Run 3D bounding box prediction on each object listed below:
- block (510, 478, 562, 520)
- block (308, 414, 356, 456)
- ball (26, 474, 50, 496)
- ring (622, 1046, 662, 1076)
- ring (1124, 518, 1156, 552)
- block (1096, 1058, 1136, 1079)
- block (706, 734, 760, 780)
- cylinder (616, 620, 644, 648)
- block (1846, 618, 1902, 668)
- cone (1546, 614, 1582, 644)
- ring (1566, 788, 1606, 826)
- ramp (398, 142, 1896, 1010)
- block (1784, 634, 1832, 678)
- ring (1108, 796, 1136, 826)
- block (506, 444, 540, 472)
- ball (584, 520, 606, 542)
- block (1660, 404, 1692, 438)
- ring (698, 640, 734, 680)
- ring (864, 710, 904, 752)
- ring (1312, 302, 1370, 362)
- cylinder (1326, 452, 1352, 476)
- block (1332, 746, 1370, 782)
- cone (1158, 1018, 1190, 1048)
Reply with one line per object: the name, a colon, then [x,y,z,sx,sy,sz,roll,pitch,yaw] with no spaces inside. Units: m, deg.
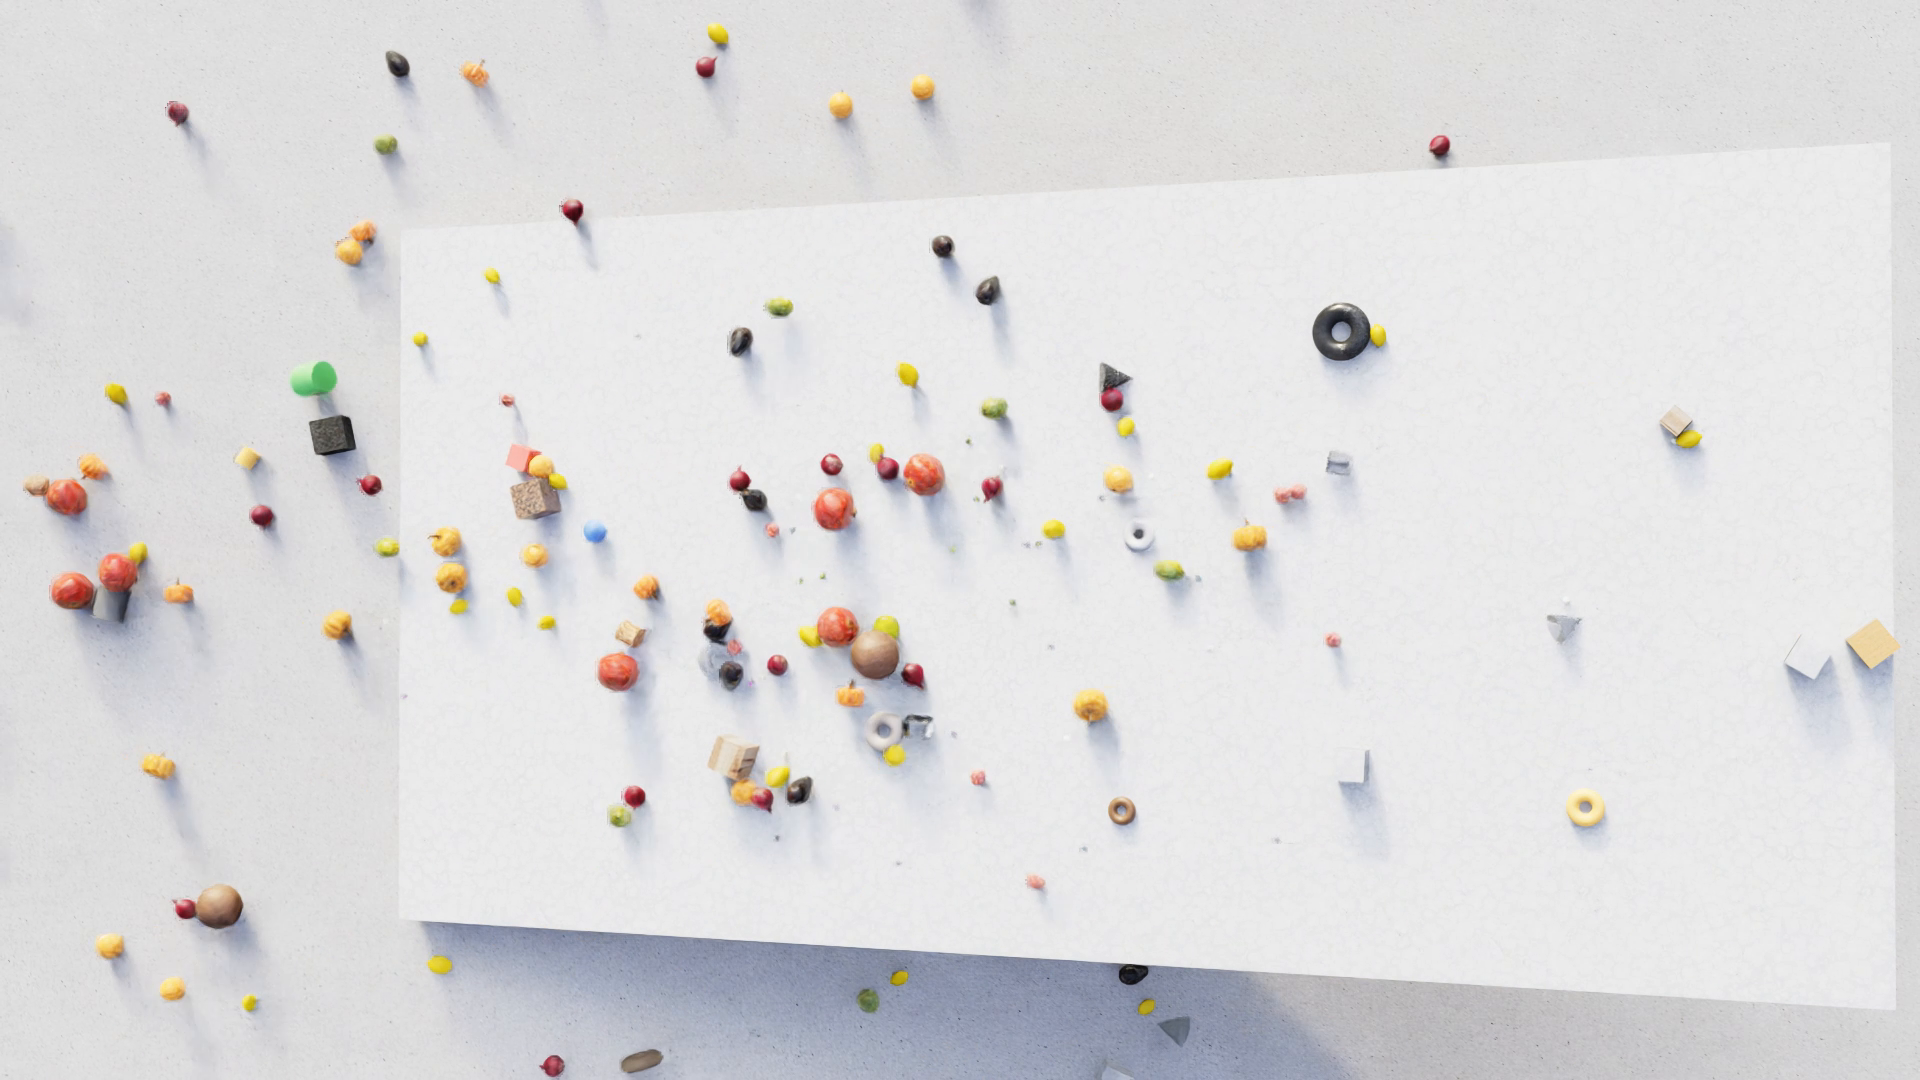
block: [-1.193,-0.115,6.187,0.094,0.094,0.094,-17,84,18]
block: [-1.836,-0.305,6.436,0.097,0.097,0.097,-12,89,0]
ball: [-2.704,-0.162,6.449,0.067,0.067,0.067,0,89,0]
ring: [-0.925,1.516,6.399,0.121,0.121,0.040,-23,105,0]
ring: [0.460,-0.014,5.644,0.086,0.029,0.086,0,90,20]
block: [0.447,1.584,6.413,0.092,0.092,0.092,25,89,0]
block: [-0.616,0.588,5.977,0.091,0.091,0.091,22,96,18]
cylinder: [-0.916,0.261,6.104,0.059,0.059,0.059,26,89,18]
block: [2.093,0.237,5.043,0.082,0.082,0.082,-40,77,14]
cone: [1.464,0.201,5.288,0.076,0.076,0.076,-20,89,-9]
ring: [1.500,0.641,5.272,0.092,0.031,0.092,0,90,21]
ramp: [0.279,0.091,5.774,4.000,0.100,2.000,0,89,19]
block: [1.962,0.270,5.092,0.075,0.075,0.075,32,99,17]
ring: [0.416,0.696,5.652,0.075,0.025,0.075,0,90,21]
block: [-1.236,-0.231,6.220,0.062,0.062,0.062,20,96,18]
ball: [-1.020,-0.025,6.141,0.065,0.065,0.065,0,89,0]
block: [1.694,-0.281,5.204,0.054,0.054,0.054,44,103,15]
ring: [-0.668,0.329,6.029,0.108,0.036,0.108,0,90,18]
ring: [-0.201,0.512,5.863,0.112,0.037,0.112,-1,88,19]
ring: [0.949,-0.518,5.470,0.147,0.049,0.147,0,89,21]
cylinder: [0.943,-0.190,5.465,0.054,0.054,0.054,10,89,19]
block: [0.966,0.554,5.434,0.077,0.077,0.077,3,90,19]
cone: [0.616,1.431,6.441,0.087,0.087,0.087,11,89,27]
